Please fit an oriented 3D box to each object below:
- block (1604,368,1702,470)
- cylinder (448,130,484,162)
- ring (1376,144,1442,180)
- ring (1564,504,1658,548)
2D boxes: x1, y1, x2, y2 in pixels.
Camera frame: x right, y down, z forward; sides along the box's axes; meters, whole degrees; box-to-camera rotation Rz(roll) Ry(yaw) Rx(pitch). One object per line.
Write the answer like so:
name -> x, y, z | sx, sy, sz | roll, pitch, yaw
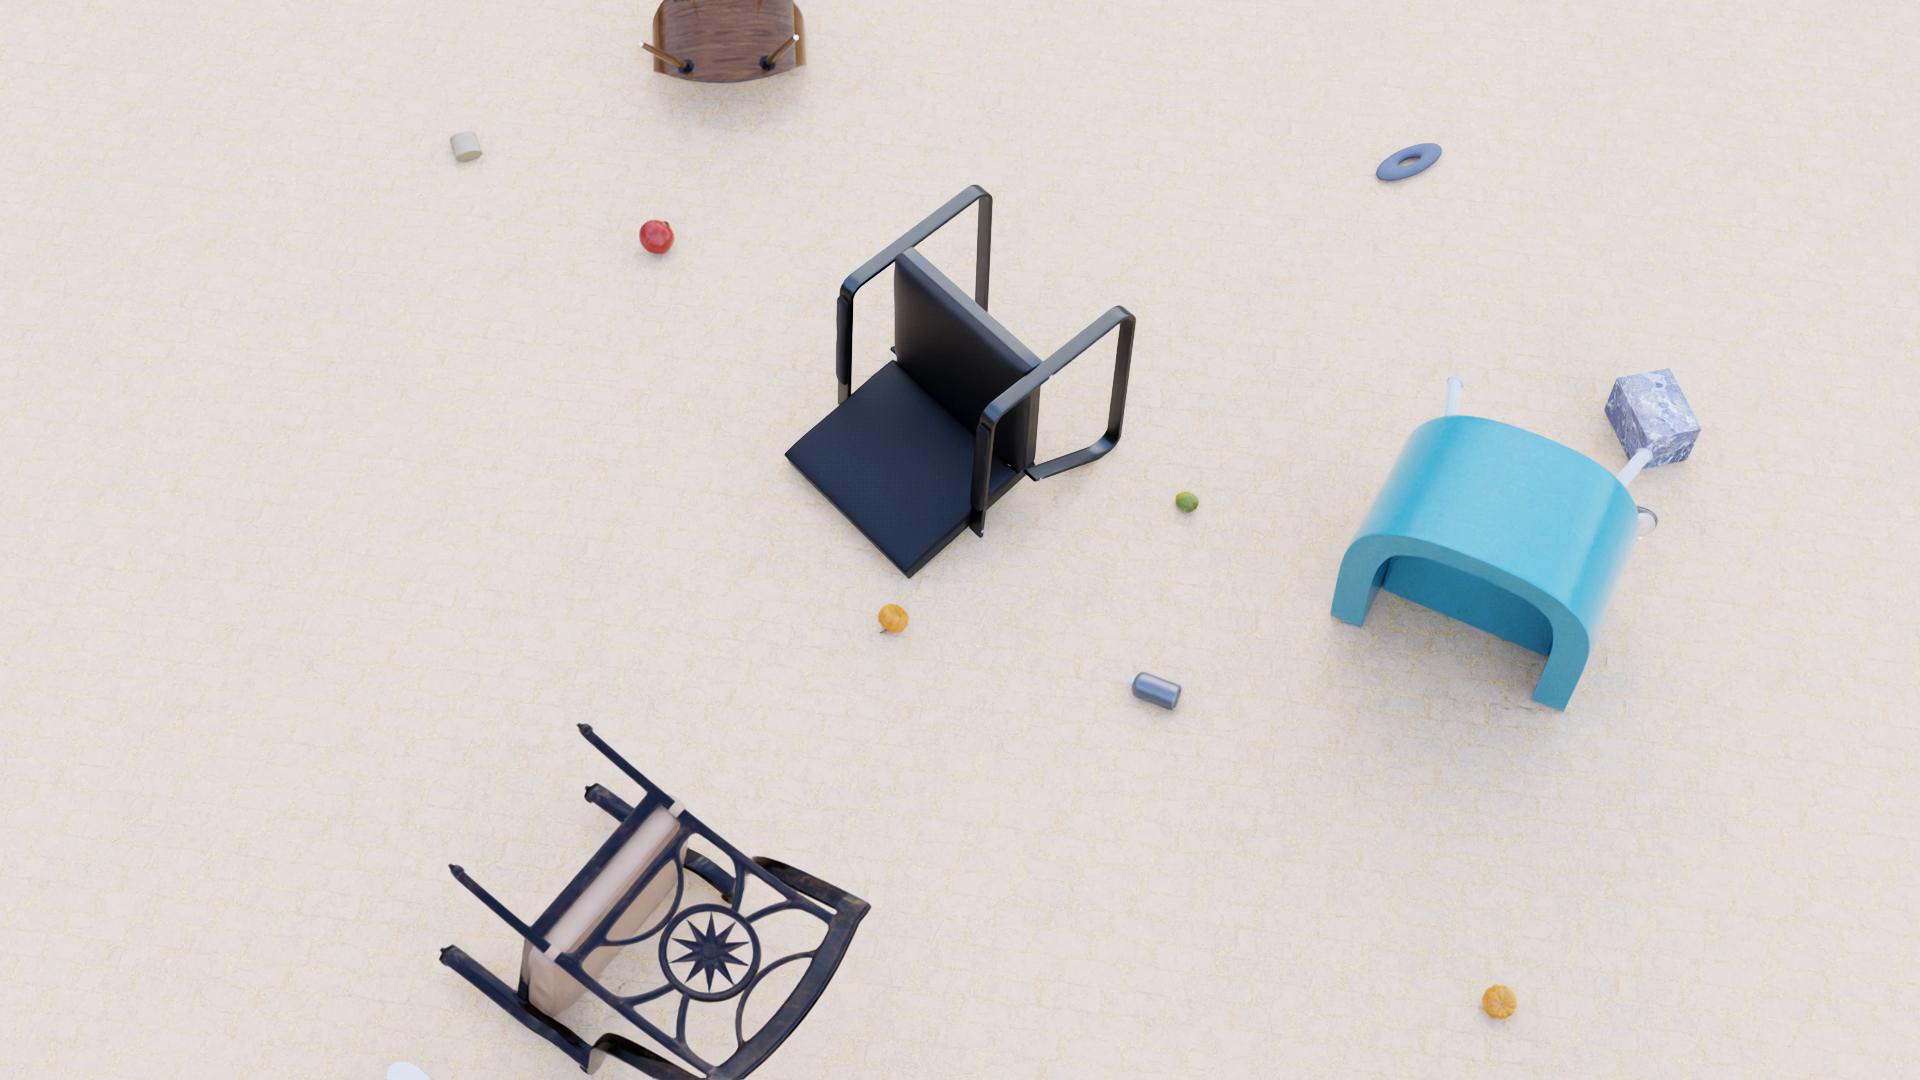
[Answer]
block -> 2.116, -0.369, 6.725 | 0.173, 0.161, 0.239 | -11, 57, -7
cylinder -> -1.673, -1.331, 7.442 | 0.091, 0.042, 0.098 | -18, 68, -16
ring -> 1.512, -1.273, 7.405 | 0.264, 0.039, 0.108 | -26, 59, -16
ring -> 1.937, -0.042, 6.548 | 0.286, 0.093, 0.118 | -6, 55, -3
